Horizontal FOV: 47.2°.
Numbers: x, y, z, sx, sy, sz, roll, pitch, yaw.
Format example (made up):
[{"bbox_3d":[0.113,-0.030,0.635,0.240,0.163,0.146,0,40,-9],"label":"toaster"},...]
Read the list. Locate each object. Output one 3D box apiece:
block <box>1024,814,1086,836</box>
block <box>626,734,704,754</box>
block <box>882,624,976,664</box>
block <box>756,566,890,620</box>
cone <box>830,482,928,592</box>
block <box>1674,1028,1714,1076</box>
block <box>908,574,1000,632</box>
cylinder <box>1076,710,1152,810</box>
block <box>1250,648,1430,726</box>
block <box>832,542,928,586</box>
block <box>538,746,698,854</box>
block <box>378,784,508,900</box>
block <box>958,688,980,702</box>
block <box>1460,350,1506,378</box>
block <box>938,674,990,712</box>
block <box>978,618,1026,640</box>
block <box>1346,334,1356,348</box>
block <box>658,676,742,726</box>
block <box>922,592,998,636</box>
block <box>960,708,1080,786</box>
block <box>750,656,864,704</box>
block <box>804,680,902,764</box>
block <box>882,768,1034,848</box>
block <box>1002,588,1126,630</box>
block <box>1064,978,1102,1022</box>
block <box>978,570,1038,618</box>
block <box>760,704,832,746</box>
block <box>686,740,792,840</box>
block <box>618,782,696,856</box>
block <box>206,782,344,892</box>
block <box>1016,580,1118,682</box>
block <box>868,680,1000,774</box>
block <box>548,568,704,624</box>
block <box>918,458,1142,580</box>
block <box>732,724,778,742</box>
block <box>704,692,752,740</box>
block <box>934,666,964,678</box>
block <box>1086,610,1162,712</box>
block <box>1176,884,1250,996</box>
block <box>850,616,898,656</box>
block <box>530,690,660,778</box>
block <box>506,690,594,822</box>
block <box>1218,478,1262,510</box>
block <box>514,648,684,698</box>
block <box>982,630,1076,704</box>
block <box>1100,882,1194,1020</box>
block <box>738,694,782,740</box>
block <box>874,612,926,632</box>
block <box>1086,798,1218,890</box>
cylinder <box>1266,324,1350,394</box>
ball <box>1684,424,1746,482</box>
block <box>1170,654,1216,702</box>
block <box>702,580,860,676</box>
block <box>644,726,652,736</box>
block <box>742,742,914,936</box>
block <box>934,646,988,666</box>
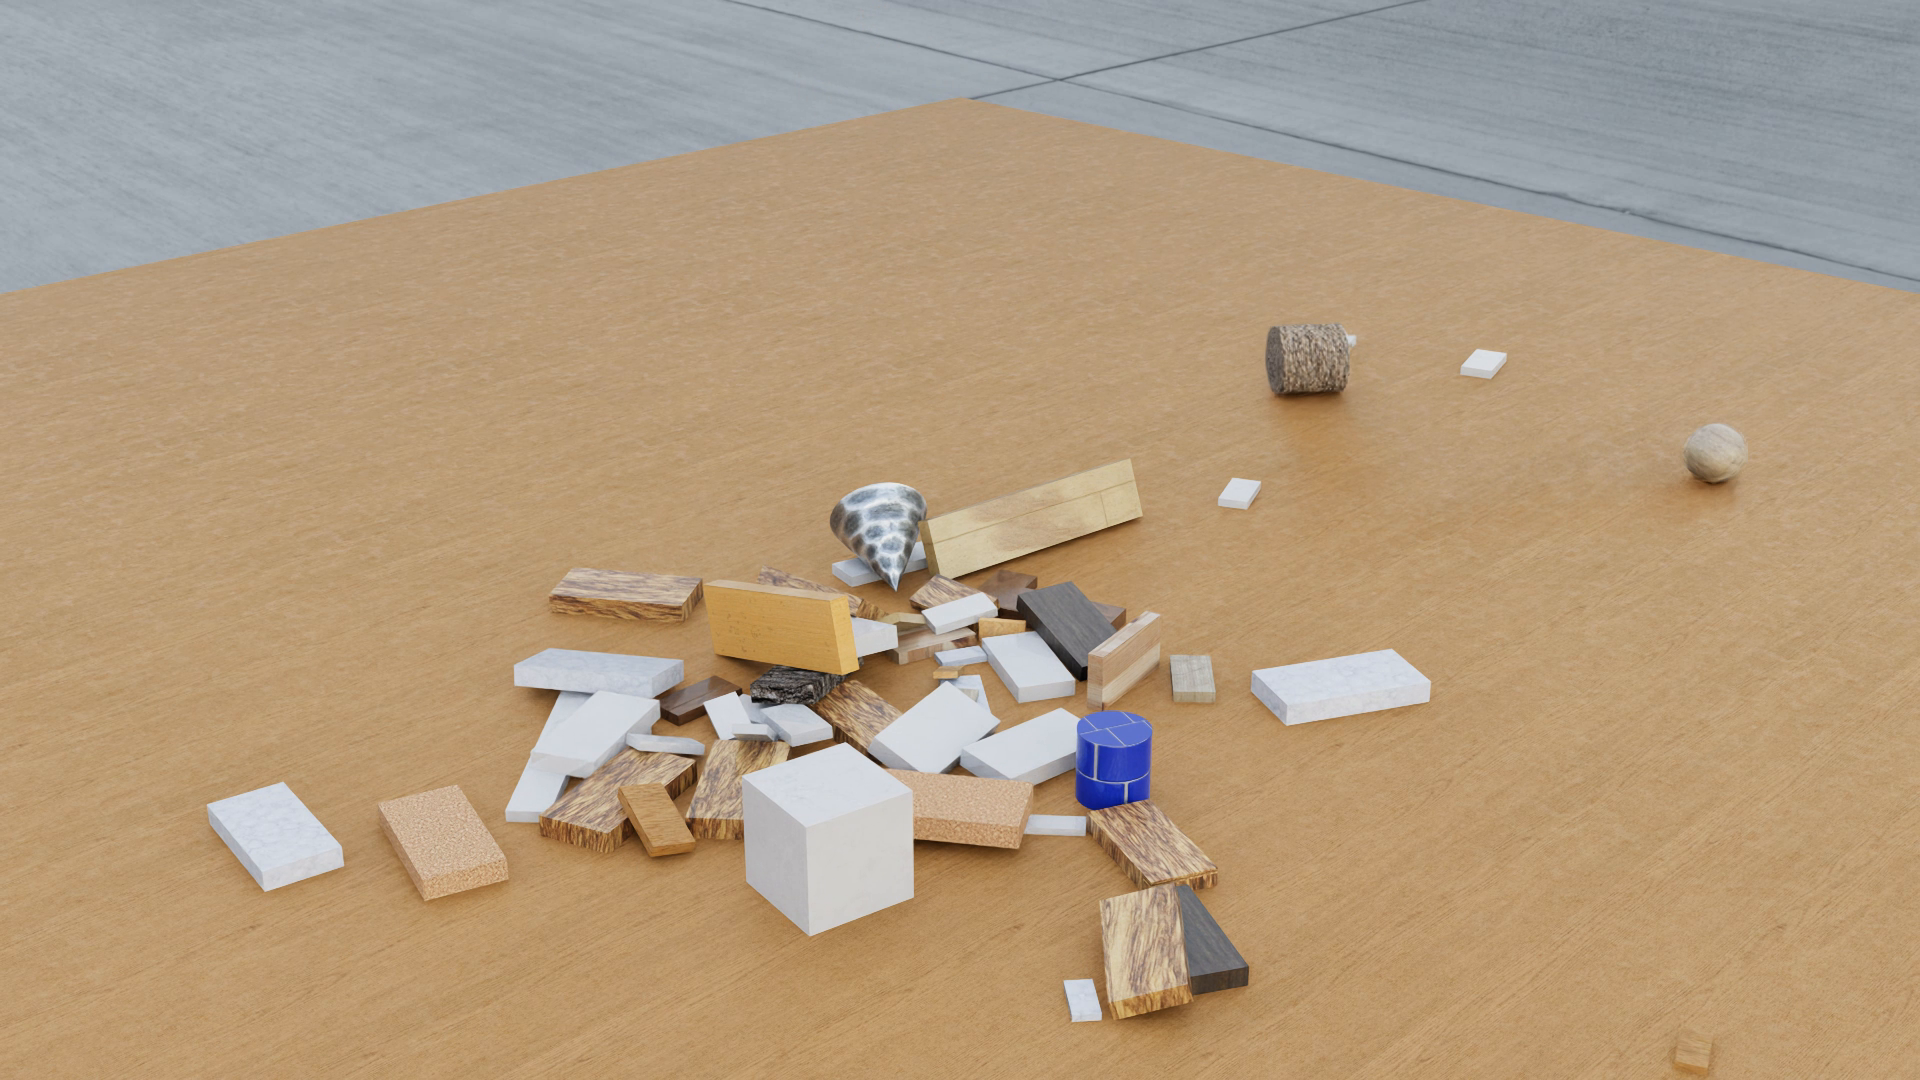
[{"bbox_3d":[0.145,0.569,4.401,0.214,0.015,0.052,2,23,4],"label":"block"},{"bbox_3d":[-0.622,0.431,4.641,0.149,0.021,0.074,8,3,-31],"label":"block"},{"bbox_3d":[-0.077,0.237,5.164,0.208,0.029,0.104,-13,26,-28],"label":"block"},{"bbox_3d":[-0.319,0.144,5.253,0.314,0.044,0.157,17,-10,35],"label":"block"},{"bbox_3d":[-0.181,0.034,5.467,0.250,0.250,0.250,-5,50,-12],"label":"cone"},{"bbox_3d":[1.238,0.862,3.710,0.052,0.015,0.103,9,25,21],"label":"block"},{"bbox_3d":[-0.013,0.153,5.318,0.208,0.029,0.104,21,52,41],"label":"block"},{"bbox_3d":[0.314,0.453,4.495,0.154,0.154,0.154,0,23,0],"label":"cylinder"},{"bbox_3d":[0.852,0.328,4.925,0.354,0.050,0.177,-8,24,-17],"label":"block"},{"bbox_3d":[0.076,-0.006,5.738,0.887,0.028,0.098,-14,27,-30],"label":"block"},{"bbox_3d":[-0.691,0.523,4.469,0.163,0.046,0.327,11,25,23],"label":"block"},{"bbox_3d":[-1.017,0.589,4.313,0.163,0.046,0.327,-12,26,-26],"label":"block"},{"bbox_3d":[0.011,0.355,4.840,0.047,0.013,0.095,4,23,9],"label":"block"},{"bbox_3d":[1.681,-0.565,7.058,0.098,0.028,0.196,11,25,25],"label":"block"},{"bbox_3d":[0.010,0.355,4.889,0.093,0.026,0.186,-3,23,-6],"label":"block"},{"bbox_3d":[0.100,0.214,5.185,0.110,0.055,0.016,4,26,10],"label":"block"},{"bbox_3d":[1.226,-0.637,7.226,0.098,0.028,0.196,11,25,24],"label":"block"},{"bbox_3d":[-0.584,0.356,4.887,0.093,0.026,0.185,20,30,39],"label":"block"},{"bbox_3d":[-0.001,0.174,5.210,0.161,0.023,0.081,-17,33,-19],"label":"block"},{"bbox_3d":[0.159,0.444,4.631,0.295,0.042,0.148,-18,34,-40],"label":"block"},{"bbox_3d":[-0.340,0.300,4.922,0.149,0.042,0.298,-1,14,19],"label":"block"},{"bbox_3d":[-0.212,0.396,4.774,0.149,0.042,0.298,-14,27,-30],"label":"block"},{"bbox_3d":[-0.101,0.527,4.388,0.472,0.050,0.177,4,23,10],"label":"block"},{"bbox_3d":[0.249,0.181,5.285,0.268,0.038,0.134,11,25,24],"label":"block"},{"bbox_3d":[0.214,0.805,3.845,0.052,0.015,0.103,-2,23,-5],"label":"block"},{"bbox_3d":[0.102,0.132,5.412,0.104,0.029,0.208,10,25,23],"label":"block"},{"bbox_3d":[-0.351,0.393,4.704,0.093,0.026,0.185,-11,18,-24],"label":"block"},{"bbox_3d":[-0.449,0.509,4.502,0.163,0.046,0.327,2,23,4],"label":"block"},{"bbox_3d":[-0.601,0.552,4.350,0.091,0.026,0.182,-3,36,-33],"label":"block"},{"bbox_3d":[-1.351,0.581,4.334,0.157,0.044,0.314,-16,28,-33],"label":"block"},{"bbox_3d":[0.269,0.210,5.124,0.148,0.042,0.295,-13,40,-26],"label":"block"},{"bbox_3d":[-0.052,0.414,4.654,0.149,0.042,0.298,36,35,14],"label":"block"},{"bbox_3d":[-0.815,0.134,5.383,0.336,0.048,0.168,4,23,10],"label":"block"},{"bbox_3d":[0.191,-0.056,5.684,0.687,0.157,0.044,-18,8,-35],"label":"block"},{"bbox_3d":[-0.431,0.410,4.629,0.074,0.021,0.148,2,-14,5],"label":"block"},{"bbox_3d":[-0.499,0.390,4.766,0.074,0.021,0.149,-19,36,-13],"label":"block"},{"bbox_3d":[-0.025,0.300,4.982,0.055,0.016,0.110,-2,3,8],"label":"block"},{"bbox_3d":[0.371,0.271,4.951,0.038,0.134,0.268,14,27,30],"label":"block"},{"bbox_3d":[0.402,0.727,3.997,0.142,0.040,0.283,-7,24,-15],"label":"block"},{"bbox_3d":[-0.321,0.217,5.073,0.177,0.050,0.354,-12,13,-37],"label":"block"},{"bbox_3d":[-0.771,0.412,4.670,0.148,0.042,0.295,8,24,18],"label":"block"},{"bbox_3d":[-0.855,0.444,4.681,0.091,0.026,0.574,1,23,2],"label":"block"},{"bbox_3d":[0.767,-0.127,6.032,0.081,0.023,0.161,8,24,19],"label":"block"},{"bbox_3d":[-0.809,0.298,4.933,0.336,0.048,0.168,4,11,17],"label":"block"},{"bbox_3d":[0.155,0.289,5.032,0.134,0.038,0.268,-7,24,-16],"label":"block"},{"bbox_3d":[0.329,0.728,3.908,0.142,0.040,0.284,-15,27,8],"label":"block"},{"bbox_3d":[-0.427,0.388,4.813,0.185,0.026,0.093,13,26,29],"label":"block"},{"bbox_3d":[-0.148,0.197,5.139,0.081,0.023,0.161,-23,-12,19],"label":"block"},{"bbox_3d":[0.371,0.601,4.292,0.142,0.040,0.283,-9,25,-21],"label":"block"},{"bbox_3d":[1.077,-0.560,6.815,0.208,0.208,0.208,-3,23,-7],"label":"cylinder"},{"bbox_3d":[2.100,-0.241,6.119,0.165,0.165,0.165,0,23,0],"label":"ball"},{"bbox_3d":[0.526,0.314,4.987,0.093,0.026,0.186,1,23,2],"label":"block"},{"bbox_3d":[-0.408,0.192,4.946,0.048,0.168,0.487,-18,15,-38],"label":"block"},{"bbox_3d":[-0.739,0.440,4.691,0.091,0.026,0.182,7,24,16],"label":"block"},{"bbox_3d":[-0.249,0.560,4.145,0.231,0.231,0.231,-15,27,-32],"label":"block"},{"bbox_3d":[0.002,0.271,5.102,0.110,0.016,0.055,-8,24,-19],"label":"block"}]
